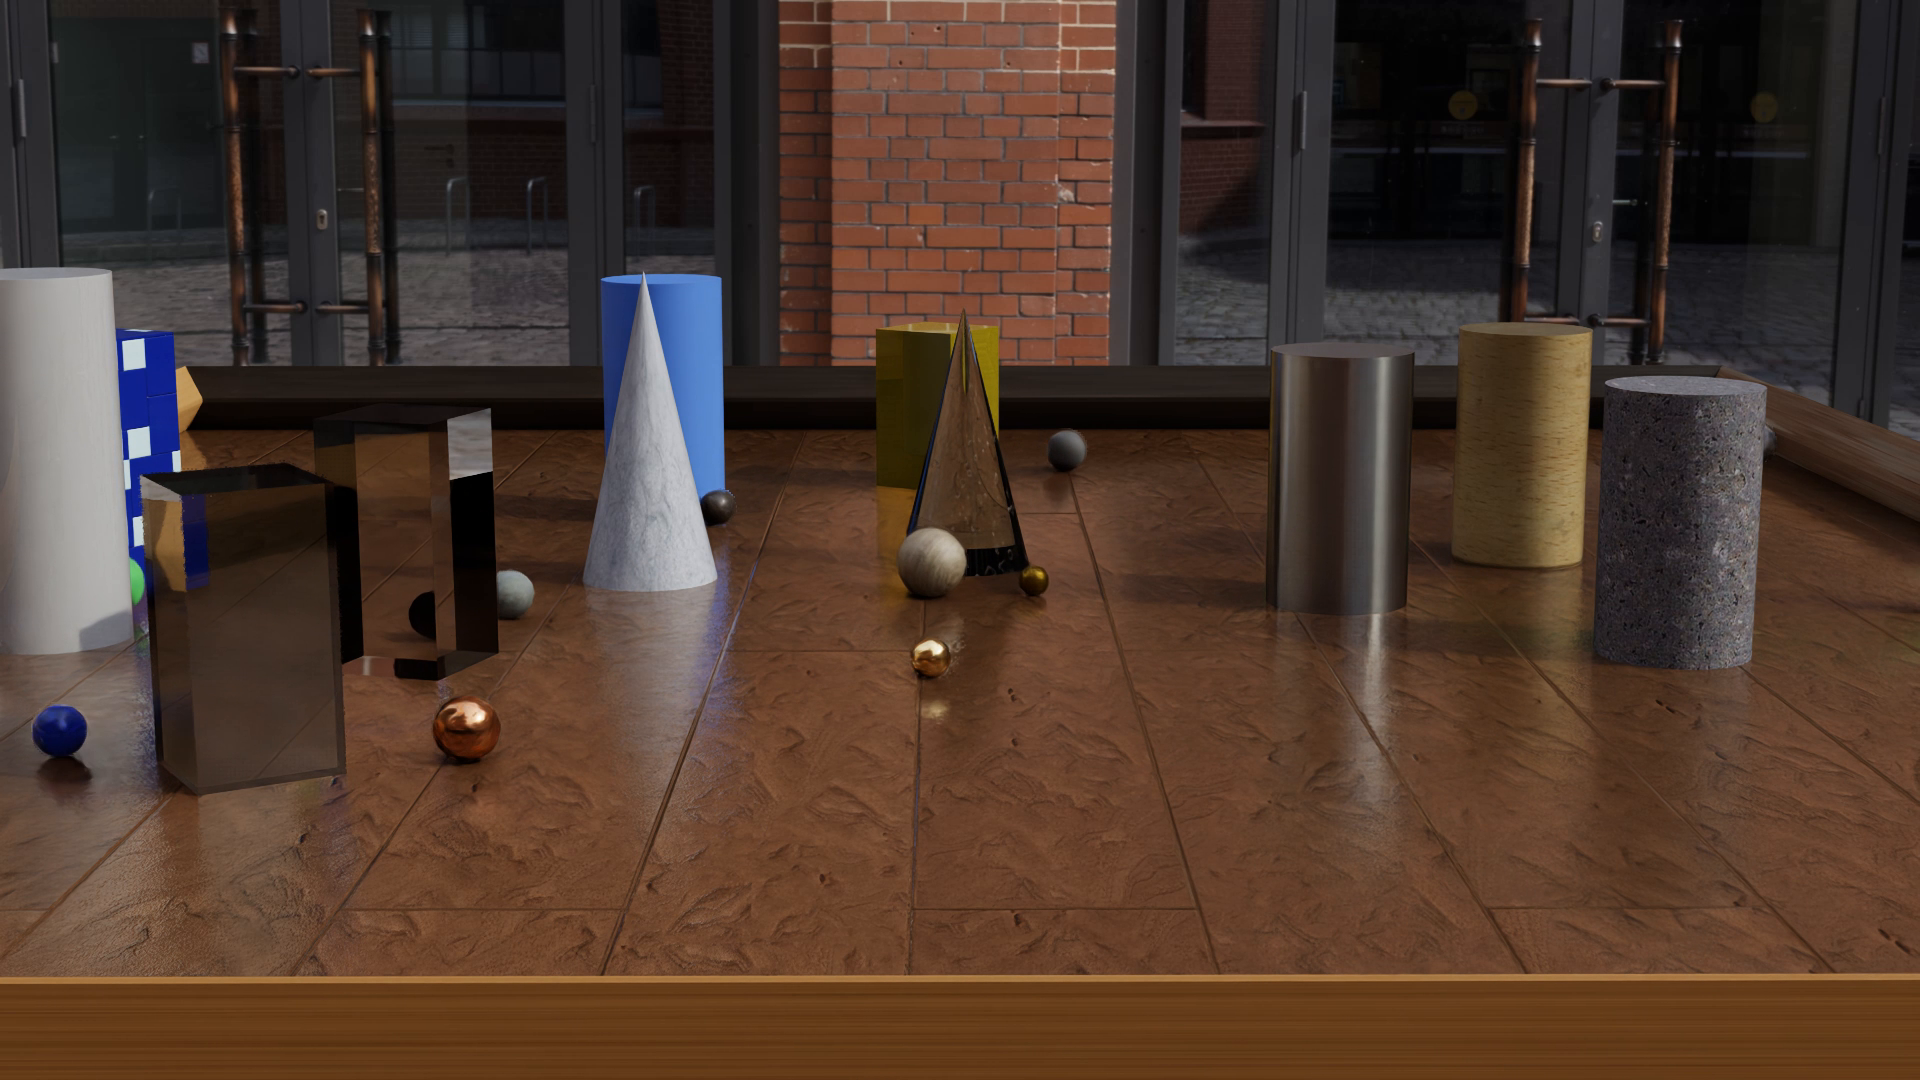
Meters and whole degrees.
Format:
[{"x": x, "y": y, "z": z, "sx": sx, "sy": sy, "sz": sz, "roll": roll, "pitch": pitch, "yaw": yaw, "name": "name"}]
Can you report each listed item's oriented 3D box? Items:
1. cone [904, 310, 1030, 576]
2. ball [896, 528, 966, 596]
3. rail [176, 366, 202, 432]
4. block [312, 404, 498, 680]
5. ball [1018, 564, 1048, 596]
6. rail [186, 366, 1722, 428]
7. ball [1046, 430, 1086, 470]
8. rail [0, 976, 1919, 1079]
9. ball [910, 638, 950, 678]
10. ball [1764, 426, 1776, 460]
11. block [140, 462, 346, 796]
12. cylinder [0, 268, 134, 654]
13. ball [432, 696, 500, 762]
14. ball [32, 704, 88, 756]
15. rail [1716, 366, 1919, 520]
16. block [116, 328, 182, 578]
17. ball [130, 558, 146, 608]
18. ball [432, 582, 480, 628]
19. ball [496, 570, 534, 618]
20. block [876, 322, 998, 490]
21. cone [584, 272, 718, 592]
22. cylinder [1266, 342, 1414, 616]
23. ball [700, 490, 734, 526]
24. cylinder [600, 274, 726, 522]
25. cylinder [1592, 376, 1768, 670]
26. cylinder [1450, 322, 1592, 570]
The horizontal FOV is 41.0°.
[{"x": 0.006, "y": -0.152, "z": 3.748, "sx": 0.193, "sy": 0.381, "sz": 0.193, "roll": 0, "pitch": 11, "yaw": 0, "name": "cone"}, {"x": -0.040, "y": 0.030, "z": 3.543, "sx": 0.096, "sy": 0.096, "sz": 0.096, "roll": 0, "pitch": 11, "yaw": 0, "name": "ball"}, {"x": -1.525, "y": 0.034, "z": 3.440, "sx": 0.045, "sy": 0.125, "sz": 3.516, "roll": 0, "pitch": 11, "yaw": 0, "name": "rail"}, {"x": -0.674, "y": -0.001, "z": 3.131, "sx": 0.154, "sy": 0.309, "sz": 0.154, "roll": 3, "pitch": 11, "yaw": 17, "name": "block"}, {"x": 0.102, "y": 0.056, "z": 3.556, "sx": 0.042, "sy": 0.042, "sz": 0.042, "roll": 0, "pitch": 11, "yaw": 0, "name": "ball"}, {"x": -0.010, "y": -0.285, "z": 5.154, "sx": 3.098, "sy": 0.125, "sz": 0.045, "roll": 0, "pitch": 11, "yaw": 0, "name": "rail"}, {"x": 0.192, "y": -0.162, "z": 4.645, "sx": 0.072, "sy": 0.072, "sz": 0.072, "roll": 0, "pitch": 11, "yaw": 0, "name": "ball"}, {"x": 0.010, "y": 0.349, "z": 1.744, "sx": 3.098, "sy": 0.125, "sz": 0.045, "roll": 0, "pitch": 11, "yaw": 0, "name": "rail"}, {"x": -0.035, "y": 0.141, "z": 3.078, "sx": 0.048, "sy": 0.048, "sz": 0.048, "roll": 0, "pitch": 11, "yaw": 0, "name": "ball"}, {"x": 1.463, "y": -0.180, "z": 4.729, "sx": 0.077, "sy": 0.077, "sz": 0.077, "roll": 0, "pitch": 11, "yaw": 0, "name": "ball"}, {"x": -0.743, "y": 0.088, "z": 2.661, "sx": 0.154, "sy": 0.306, "sz": 0.154, "roll": -7, "pitch": 12, "yaw": -32, "name": "block"}, {"x": -1.161, "y": -0.104, "z": 3.251, "sx": 0.193, "sy": 0.467, "sz": 0.193, "roll": 0, "pitch": 11, "yaw": 0, "name": "cylinder"}, {"x": -0.521, "y": 0.199, "z": 2.709, "sx": 0.070, "sy": 0.070, "sz": 0.070, "roll": 0, "pitch": 11, "yaw": 0, "name": "ball"}, {"x": -0.957, "y": 0.203, "z": 2.728, "sx": 0.056, "sy": 0.056, "sz": 0.056, "roll": 0, "pitch": 11, "yaw": 0, "name": "ball"}, {"x": 1.525, "y": 0.031, "z": 3.458, "sx": 0.045, "sy": 0.125, "sz": 3.516, "roll": 0, "pitch": 11, "yaw": 0, "name": "rail"}, {"x": -1.226, "y": -0.119, "z": 3.659, "sx": 0.154, "sy": 0.349, "sz": 0.154, "roll": 5, "pitch": 12, "yaw": 27, "name": "block"}, {"x": -1.132, "y": 0.058, "z": 3.426, "sx": 0.084, "sy": 0.084, "sz": 0.084, "roll": 0, "pitch": 11, "yaw": 0, "name": "ball"}, {"x": -0.658, "y": 0.085, "z": 3.350, "sx": 0.060, "sy": 0.060, "sz": 0.060, "roll": 0, "pitch": 11, "yaw": 0, "name": "ball"}, {"x": -0.599, "y": 0.071, "z": 3.409, "sx": 0.065, "sy": 0.065, "sz": 0.065, "roll": 0, "pitch": 11, "yaw": 0, "name": "ball"}, {"x": -0.039, "y": -0.234, "z": 4.479, "sx": 0.154, "sy": 0.274, "sz": 0.154, "roll": 7, "pitch": 12, "yaw": 32, "name": "block"}, {"x": -0.444, "y": -0.162, "z": 3.638, "sx": 0.193, "sy": 0.440, "sz": 0.193, "roll": 0, "pitch": 11, "yaw": 0, "name": "cone"}, {"x": 0.516, "y": -0.087, "z": 3.491, "sx": 0.193, "sy": 0.345, "sz": 0.193, "roll": 0, "pitch": 11, "yaw": 0, "name": "cylinder"}, {"x": -0.389, "y": -0.052, "z": 4.095, "sx": 0.056, "sy": 0.056, "sz": 0.056, "roll": 0, "pitch": 11, "yaw": 0, "name": "ball"}, {"x": -0.480, "y": -0.230, "z": 4.154, "sx": 0.193, "sy": 0.385, "sz": 0.193, "roll": 0, "pitch": 11, "yaw": 0, "name": "cylinder"}, {"x": 0.892, "y": -0.025, "z": 3.184, "sx": 0.193, "sy": 0.336, "sz": 0.193, "roll": 0, "pitch": 11, "yaw": 0, "name": "cylinder"}, {"x": 0.830, "y": -0.142, "z": 3.795, "sx": 0.193, "sy": 0.342, "sz": 0.193, "roll": 0, "pitch": 11, "yaw": 0, "name": "cylinder"}]
